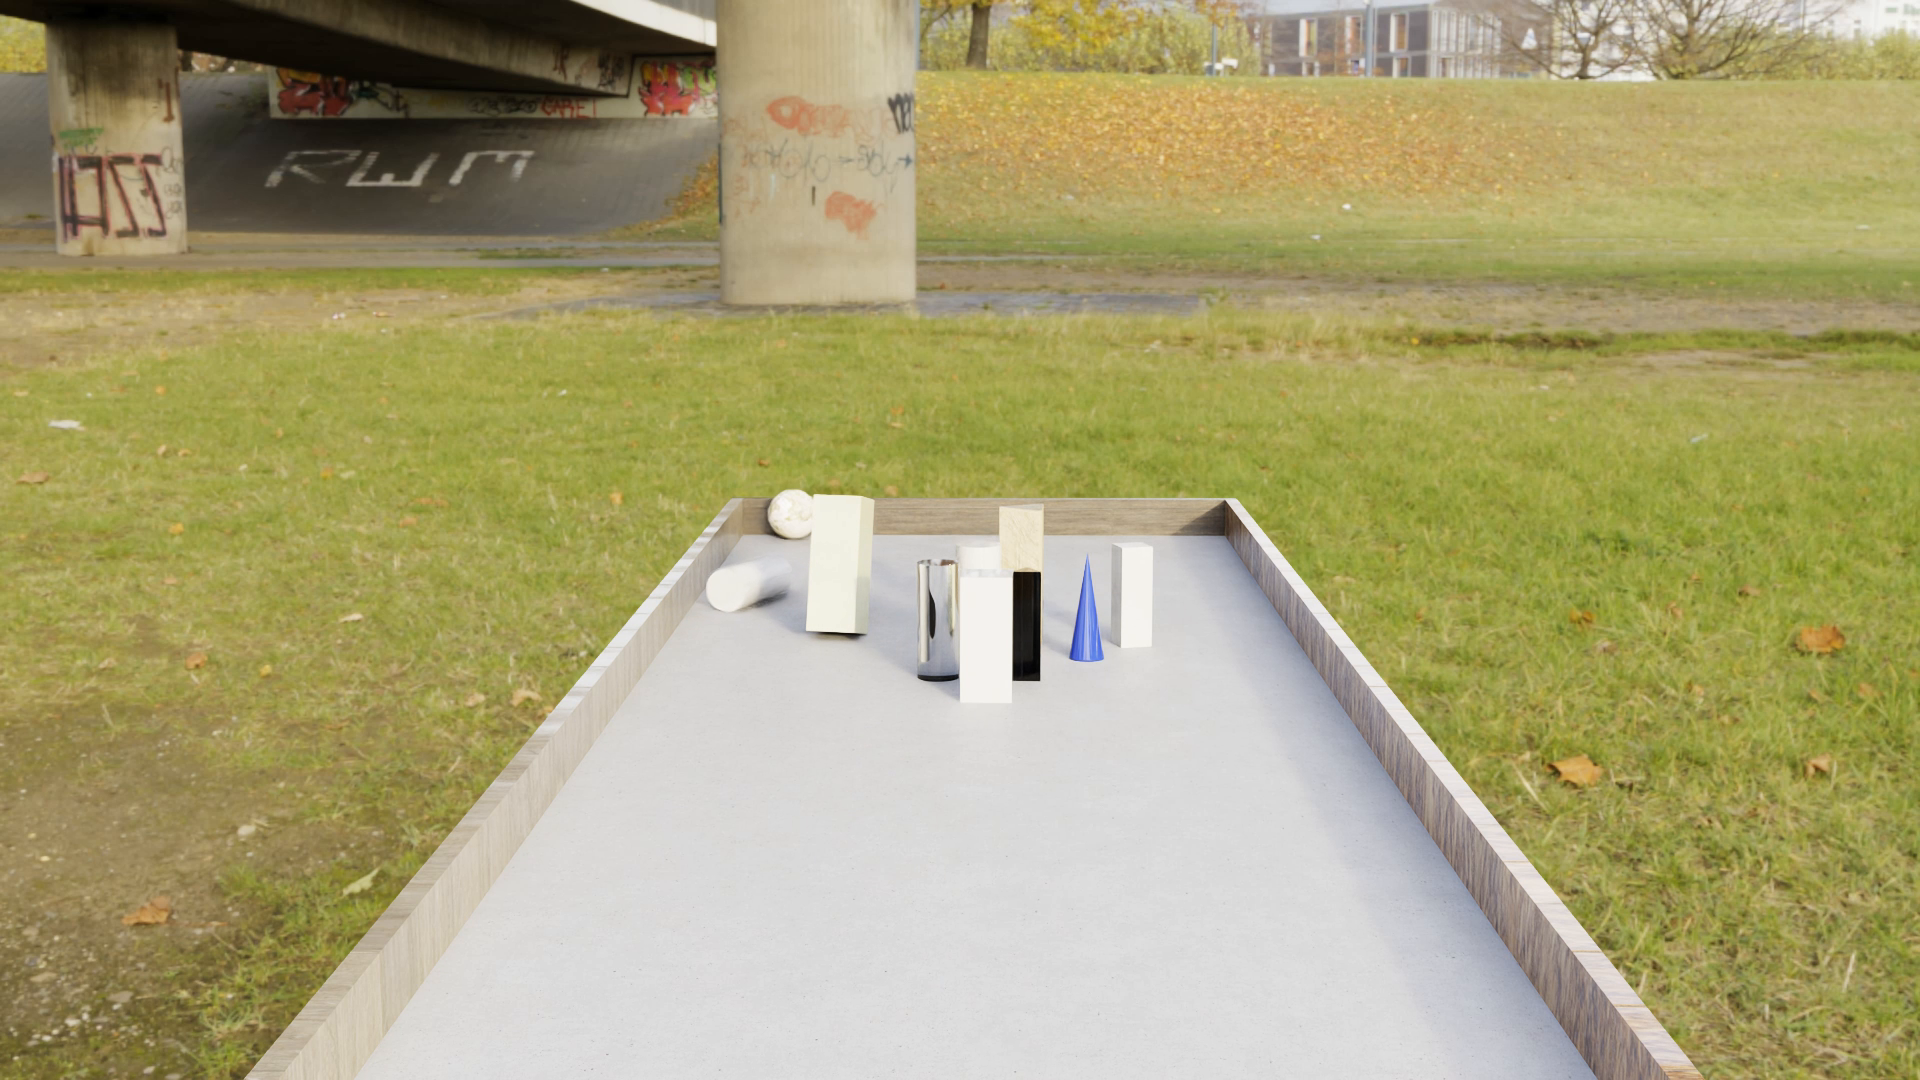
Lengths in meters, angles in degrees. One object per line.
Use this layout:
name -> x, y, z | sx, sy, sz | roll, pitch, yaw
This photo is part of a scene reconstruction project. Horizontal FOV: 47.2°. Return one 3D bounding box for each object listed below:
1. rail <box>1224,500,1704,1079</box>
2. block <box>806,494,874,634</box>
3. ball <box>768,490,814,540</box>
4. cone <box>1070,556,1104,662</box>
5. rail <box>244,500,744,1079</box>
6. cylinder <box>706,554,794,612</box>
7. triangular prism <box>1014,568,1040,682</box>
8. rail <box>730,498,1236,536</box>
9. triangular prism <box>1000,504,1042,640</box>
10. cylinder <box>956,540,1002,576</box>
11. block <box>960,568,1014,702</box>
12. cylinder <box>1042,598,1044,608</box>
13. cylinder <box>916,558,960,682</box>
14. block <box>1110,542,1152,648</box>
rail -> 1.046, 0.843, 3.208 | 0.050, 0.150, 12.000 | 0, 9, 1
block -> -0.383, 0.079, 7.050 | 0.158, 0.433, 0.158 | 2, -3, 13
ball -> -0.687, -0.106, 9.026 | 0.206, 0.206, 0.206 | 0, 9, 0
cone -> 0.387, 0.199, 6.702 | 0.108, 0.329, 0.108 | 0, 9, 0
rail -> -1.004, 0.839, 3.234 | 0.050, 0.150, 12.000 | 0, 9, 1
cylinder -> -0.724, 0.148, 7.611 | 0.146, 0.146, 0.346 | 4, 10, 24
triangular prism -> 0.193, 0.246, 6.425 | 0.087, 0.324, 0.075 | 1, 9, 4
rail -> 0.099, -0.098, 9.147 | 2.100, 0.150, 0.050 | 0, 9, 1
triangular prism -> 0.225, 0.106, 6.968 | 0.153, 0.430, 0.133 | 6, 11, 34
cylinder -> 0.056, 0.187, 6.706 | 0.140, 0.353, 0.140 | 0, 9, 0
block -> 0.076, 0.268, 6.186 | 0.144, 0.354, 0.144 | 0, 9, 3
cylinder -> 0.122, 0.225, 7.170 | 0.131, 0.131, 0.337 | 7, 11, 37
cylinder -> -0.064, 0.234, 6.437 | 0.123, 0.342, 0.123 | 0, 9, 0
block -> 0.539, 0.172, 6.914 | 0.100, 0.316, 0.100 | -2, 9, -15
